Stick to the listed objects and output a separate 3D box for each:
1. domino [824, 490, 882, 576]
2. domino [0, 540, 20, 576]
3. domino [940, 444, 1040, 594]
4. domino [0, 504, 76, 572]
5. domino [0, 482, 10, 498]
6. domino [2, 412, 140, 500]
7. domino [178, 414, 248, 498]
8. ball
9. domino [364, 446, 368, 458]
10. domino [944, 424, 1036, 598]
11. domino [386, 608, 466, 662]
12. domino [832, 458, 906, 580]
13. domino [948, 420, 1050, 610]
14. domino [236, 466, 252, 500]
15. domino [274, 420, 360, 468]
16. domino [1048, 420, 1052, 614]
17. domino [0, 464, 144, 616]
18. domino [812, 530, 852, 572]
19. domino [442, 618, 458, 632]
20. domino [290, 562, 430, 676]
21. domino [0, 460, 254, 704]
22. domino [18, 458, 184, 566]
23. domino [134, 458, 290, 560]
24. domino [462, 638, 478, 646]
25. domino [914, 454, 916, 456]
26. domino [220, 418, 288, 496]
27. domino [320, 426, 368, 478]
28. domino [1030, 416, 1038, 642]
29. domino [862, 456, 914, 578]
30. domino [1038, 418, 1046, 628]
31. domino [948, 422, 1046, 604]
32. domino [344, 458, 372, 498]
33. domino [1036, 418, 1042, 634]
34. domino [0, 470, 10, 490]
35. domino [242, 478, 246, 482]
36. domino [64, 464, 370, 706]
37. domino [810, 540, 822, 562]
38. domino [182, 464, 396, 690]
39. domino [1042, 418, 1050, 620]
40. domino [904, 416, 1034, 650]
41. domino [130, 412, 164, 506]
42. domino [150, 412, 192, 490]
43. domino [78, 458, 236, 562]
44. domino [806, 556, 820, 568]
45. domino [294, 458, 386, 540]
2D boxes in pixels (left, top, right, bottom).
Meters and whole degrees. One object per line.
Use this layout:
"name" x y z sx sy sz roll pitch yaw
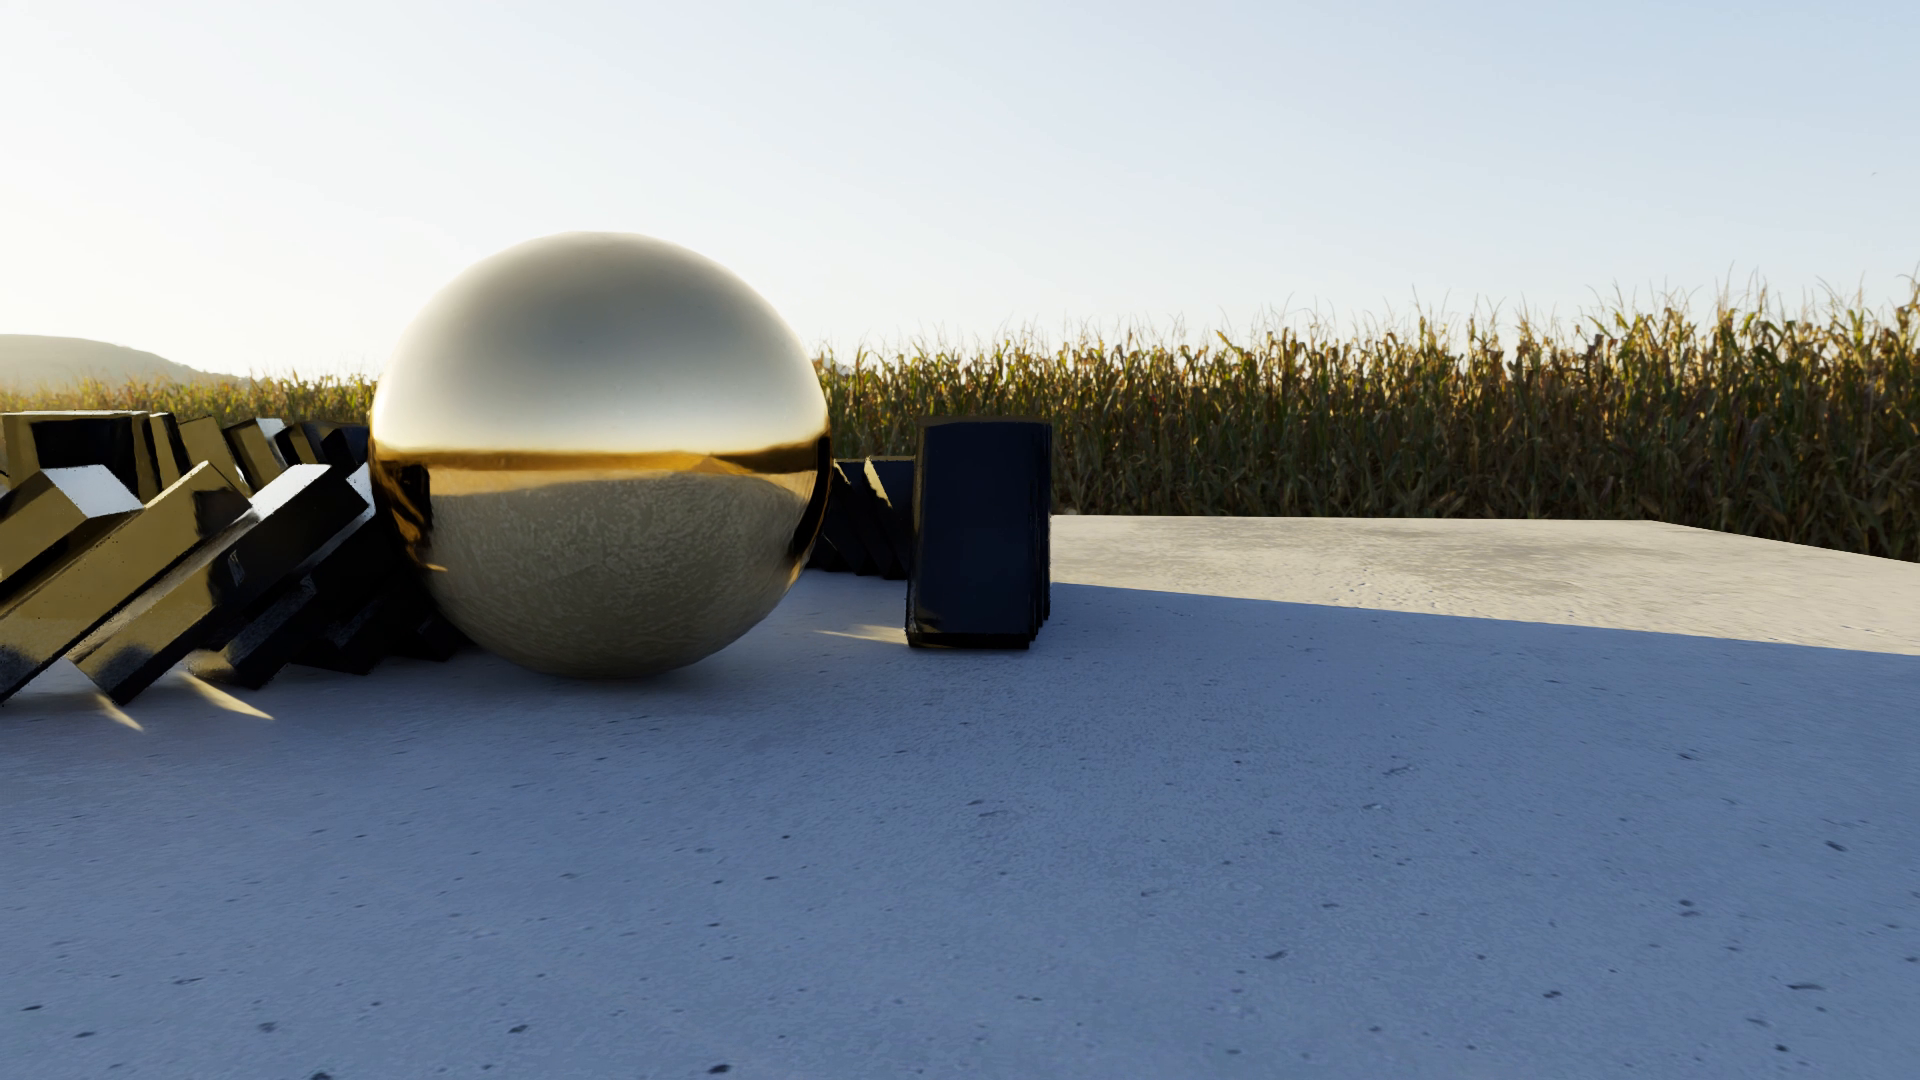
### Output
"domino" -0.035 -0.008 0.434 0.025 0.009 0.050 -4 41 -40
"domino" -0.327 -0.006 0.402 0.025 0.009 0.050 3 -31 31
"domino" 0.009 -0.007 0.377 0.025 0.010 0.050 4 48 4
"domino" -0.319 -0.008 0.418 0.025 0.009 0.050 3 -31 37
"domino" -0.173 0.008 0.196 0.050 0.010 0.025 -39 8 -2
"domino" -0.222 -0.007 0.323 0.025 0.050 0.009 0 10 -4
"domino" -0.206 -0.010 0.362 0.009 0.050 0.025 -22 15 -27
"ball" -0.063 -0.015 0.231 0.080 0.080 0.080 0 4 0
"domino" -0.148 -0.008 0.367 0.010 0.050 0.025 -38 -17 29
"domino" 0.009 -0.009 0.360 0.025 0.050 0.009 0 -25 3
"domino" -0.103 0.003 0.268 0.025 0.009 0.050 3 46 31
"domino" -0.022 -0.008 0.421 0.025 0.010 0.050 -3 42 -32
"domino" 0.011 -0.007 0.337 0.025 0.050 0.009 0 -24 5
"domino" -0.256 -0.012 0.475 0.050 0.009 0.025 37 -8 -17
"domino" -0.177 -0.010 0.375 0.009 0.050 0.025 -26 -2 13
"domino" 0.011 -0.006 0.326 0.025 0.050 0.009 0 -24 5
"domino" -0.157 0.008 0.202 0.050 0.009 0.025 -40 14 -9
"domino" -0.048 -0.009 0.445 0.025 0.009 0.050 -4 42 -45
"domino" -0.103 -0.001 0.303 0.025 0.010 0.050 0 47 2
"domino" -0.111 0.004 0.254 0.025 0.009 0.050 3 45 33
"domino" -0.143 0.007 0.214 0.050 0.009 0.025 -46 25 -21
"domino" -0.299 -0.010 0.446 0.050 0.010 0.025 41 -20 -31
"domino" -0.271 -0.011 0.467 0.050 0.009 0.025 37 -11 -21
"domino" -0.100 0.001 0.285 0.025 0.009 0.050 1 46 19
"domino" 0.001 -0.008 0.392 0.025 0.010 0.050 0 49 -9
"domino" -0.193 -0.010 0.370 0.009 0.050 0.025 -24 9 -10
"domino" -0.162 -0.009 0.372 0.010 0.050 0.025 -32 -9 22
"domino" 0.004 -0.003 0.284 0.025 0.050 0.009 0 -24 5
"domino" -0.011 -0.007 0.407 0.025 0.010 0.050 -2 43 -26
"domino" 0.007 -0.005 0.305 0.025 0.050 0.009 0 -24 5
"domino" 0.011 -0.008 0.348 0.025 0.050 0.009 0 -24 5
"domino" -0.207 -0.013 0.491 0.050 0.009 0.025 36 0 -7
"domino" 0.006 -0.004 0.294 0.025 0.050 0.010 0 -24 5
"domino" -0.310 -0.009 0.433 0.025 0.009 0.050 4 -31 46
"domino" -0.240 -0.012 0.481 0.050 0.010 0.025 36 -5 -14
"domino" -0.131 0.006 0.226 0.025 0.009 0.050 5 45 49
"domino" -0.076 -0.011 0.465 0.050 0.009 0.025 44 27 26
"domino" -0.121 0.005 0.241 0.025 0.009 0.050 3 44 38
"domino" 0.009 -0.005 0.316 0.025 0.050 0.009 0 -24 5
"domino" 0.003 -0.002 0.273 0.025 0.050 0.009 0 -24 5
"domino" -0.223 -0.008 0.337 0.025 0.050 0.009 1 14 11
"domino" -0.217 -0.009 0.353 0.010 0.050 0.025 -22 18 -41
"domino" -0.285 -0.011 0.458 0.050 0.010 0.025 38 -14 -24
"domino" -0.061 -0.010 0.456 0.025 0.009 0.050 -5 42 -49
"domino" -0.223 -0.012 0.487 0.050 0.009 0.025 36 -2 -11
